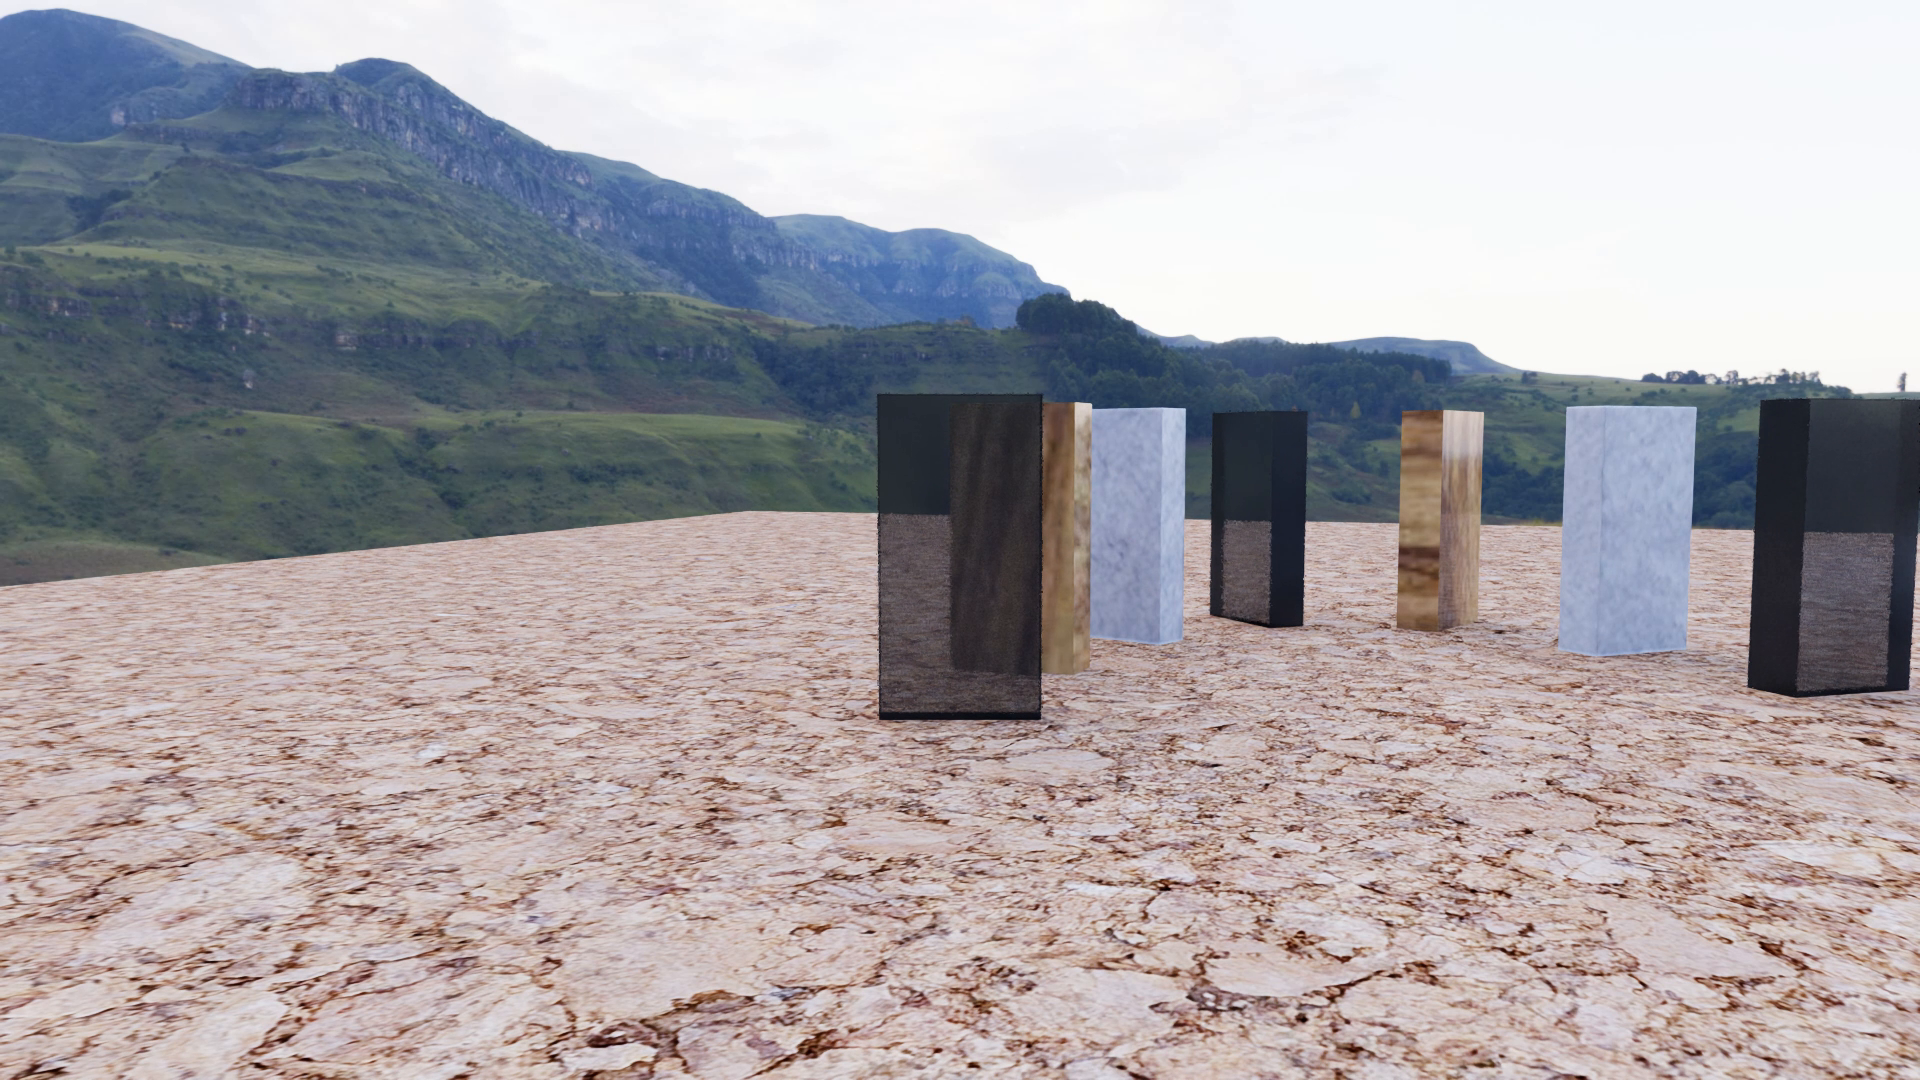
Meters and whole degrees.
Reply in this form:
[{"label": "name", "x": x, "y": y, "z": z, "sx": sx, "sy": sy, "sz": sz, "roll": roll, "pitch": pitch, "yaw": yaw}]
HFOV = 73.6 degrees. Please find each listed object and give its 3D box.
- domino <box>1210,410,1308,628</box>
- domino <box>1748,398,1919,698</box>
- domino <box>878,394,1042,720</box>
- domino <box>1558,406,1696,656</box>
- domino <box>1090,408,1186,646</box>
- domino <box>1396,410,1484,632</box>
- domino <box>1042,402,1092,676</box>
[{"label": "domino", "x": 0.071, "y": -0.006, "z": 0.308, "sx": 0.009, "sy": 0.050, "sz": 0.025, "roll": -2, "pitch": 5, "yaw": -22}, {"label": "domino", "x": 0.151, "y": 0.001, "z": 0.221, "sx": 0.025, "sy": 0.050, "sz": 0.009, "roll": -1, "pitch": 4, "yaw": -16}, {"label": "domino", "x": 0.000, "y": 0.002, "z": 0.201, "sx": 0.025, "sy": 0.050, "sz": 0.009, "roll": 0, "pitch": 4, "yaw": 0}, {"label": "domino", "x": 0.137, "y": -0.002, "z": 0.264, "sx": 0.025, "sy": 0.050, "sz": 0.009, "roll": -2, "pitch": 5, "yaw": -22}, {"label": "domino", "x": 0.036, "y": -0.004, "z": 0.281, "sx": 0.025, "sy": 0.050, "sz": 0.009, "roll": 4, "pitch": 6, "yaw": 41}, {"label": "domino", "x": 0.113, "y": -0.005, "z": 0.301, "sx": 0.009, "sy": 0.050, "sz": 0.025, "roll": 4, "pitch": 6, "yaw": 42}, {"label": "domino", "x": 0.011, "y": -0.001, "z": 0.244, "sx": 0.025, "sy": 0.050, "sz": 0.009, "roll": 2, "pitch": 5, "yaw": 25}]
